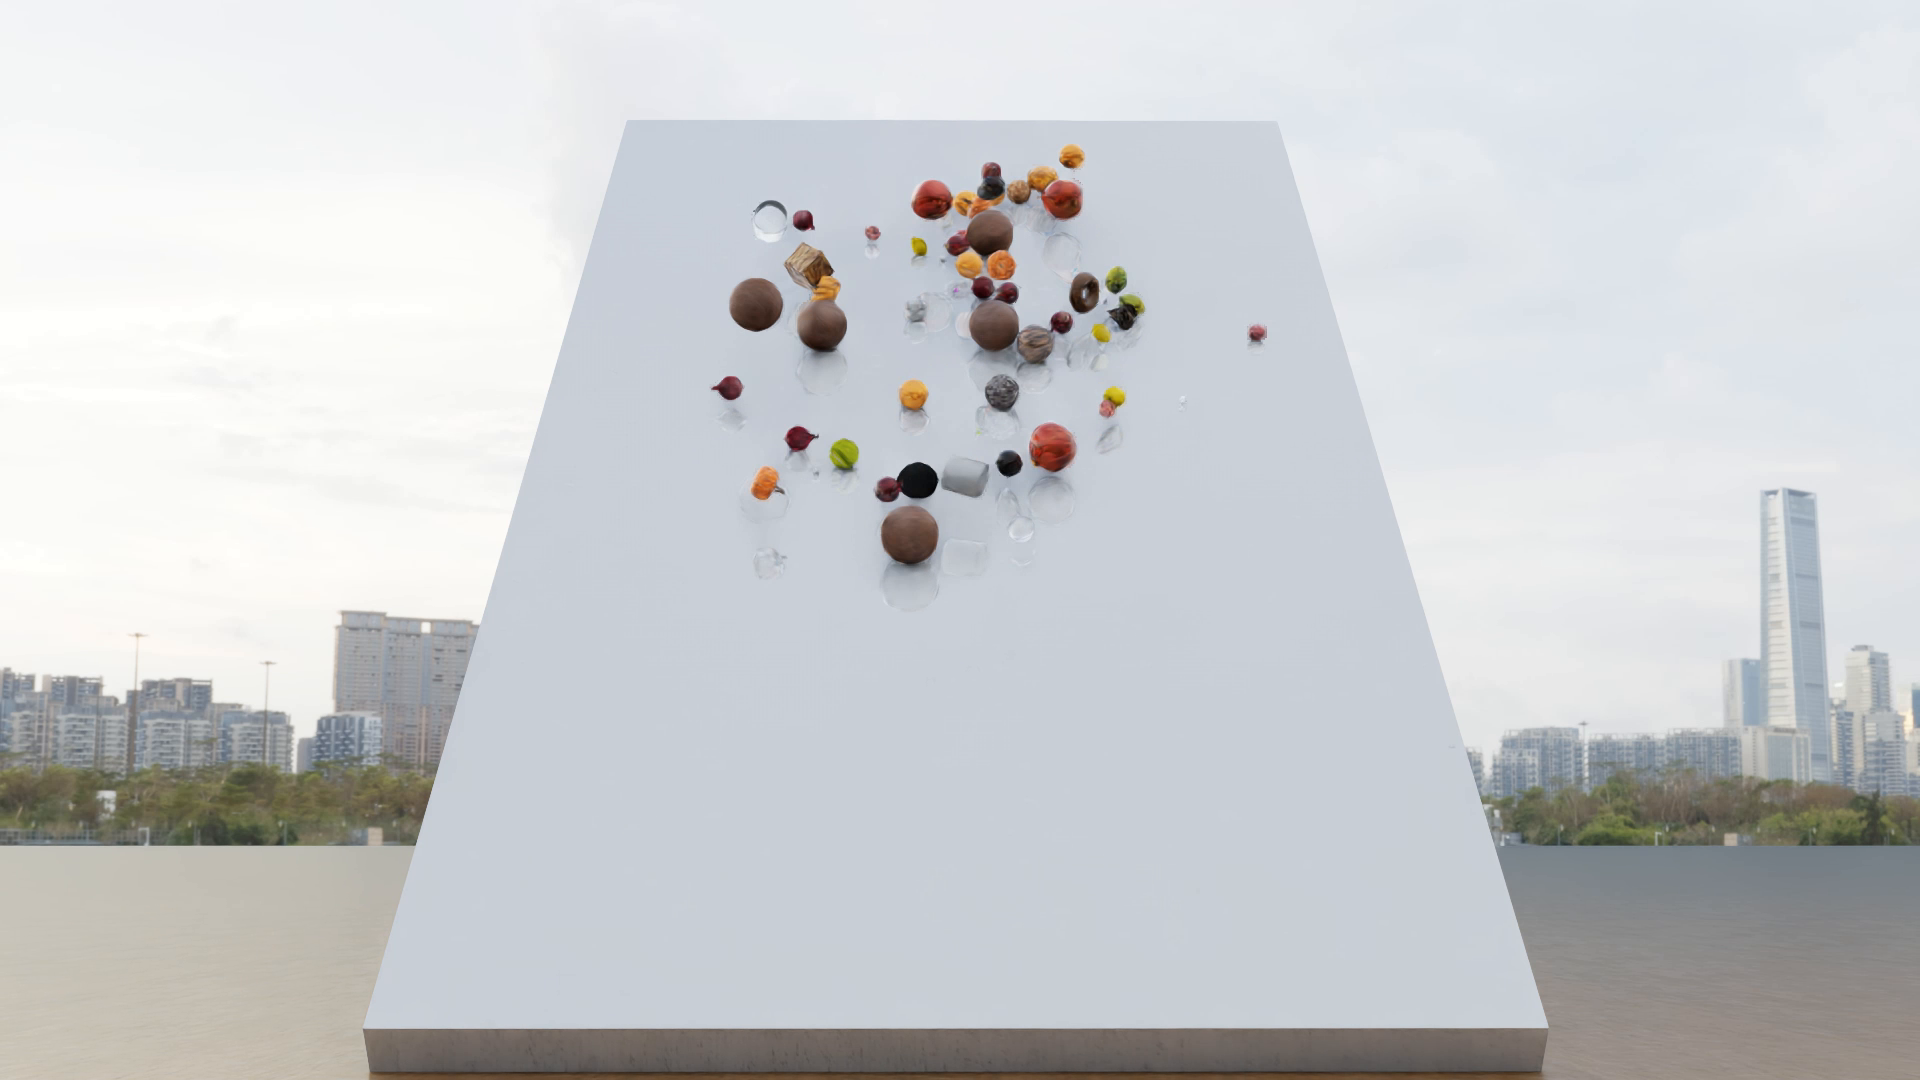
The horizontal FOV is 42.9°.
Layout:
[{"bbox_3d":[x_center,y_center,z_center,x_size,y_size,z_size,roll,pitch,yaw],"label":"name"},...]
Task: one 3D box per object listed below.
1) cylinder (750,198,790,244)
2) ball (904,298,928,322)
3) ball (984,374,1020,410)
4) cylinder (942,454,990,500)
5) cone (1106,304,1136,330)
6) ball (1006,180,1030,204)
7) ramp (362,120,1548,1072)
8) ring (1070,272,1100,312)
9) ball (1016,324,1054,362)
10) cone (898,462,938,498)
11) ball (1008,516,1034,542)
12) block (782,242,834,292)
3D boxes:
[{"bbox_3d":[-0.499,-0.839,6.434,0.088,0.088,0.088,2,-28,-18],"label":"cylinder"},{"bbox_3d":[-0.115,-0.596,6.341,0.062,0.062,0.062,0,-7,0],"label":"ball"},{"bbox_3d":[0.102,-0.360,5.941,0.085,0.085,0.085,0,-7,0],"label":"ball"},{"bbox_3d":[0.012,-0.142,5.466,0.082,0.082,0.082,17,-3,15],"label":"cylinder"},{"bbox_3d":[0.406,-0.585,6.323,0.070,0.070,0.070,22,8,38],"label":"cone"},{"bbox_3d":[0.168,-0.994,6.976,0.069,0.069,0.069,0,-7,0],"label":"ball"},{"bbox_3d":[-0.015,-0.191,5.845,2.000,0.100,4.000,0,32,0],"label":"ramp"},{"bbox_3d":[0.322,-0.638,6.302,0.036,0.109,0.109,21,5,32],"label":"ring"},{"bbox_3d":[0.189,-0.495,6.150,0.094,0.094,0.094,0,-7,0],"label":"ball"},{"bbox_3d":[-0.096,-0.157,5.608,0.093,0.093,0.093,0,28,0],"label":"cone"},{"bbox_3d":[0.136,-0.024,5.425,0.060,0.060,0.060,0,-7,0],"label":"ball"},{"bbox_3d":[-0.398,-0.717,6.432,0.080,0.080,0.080,28,-20,38],"label":"block"}]
